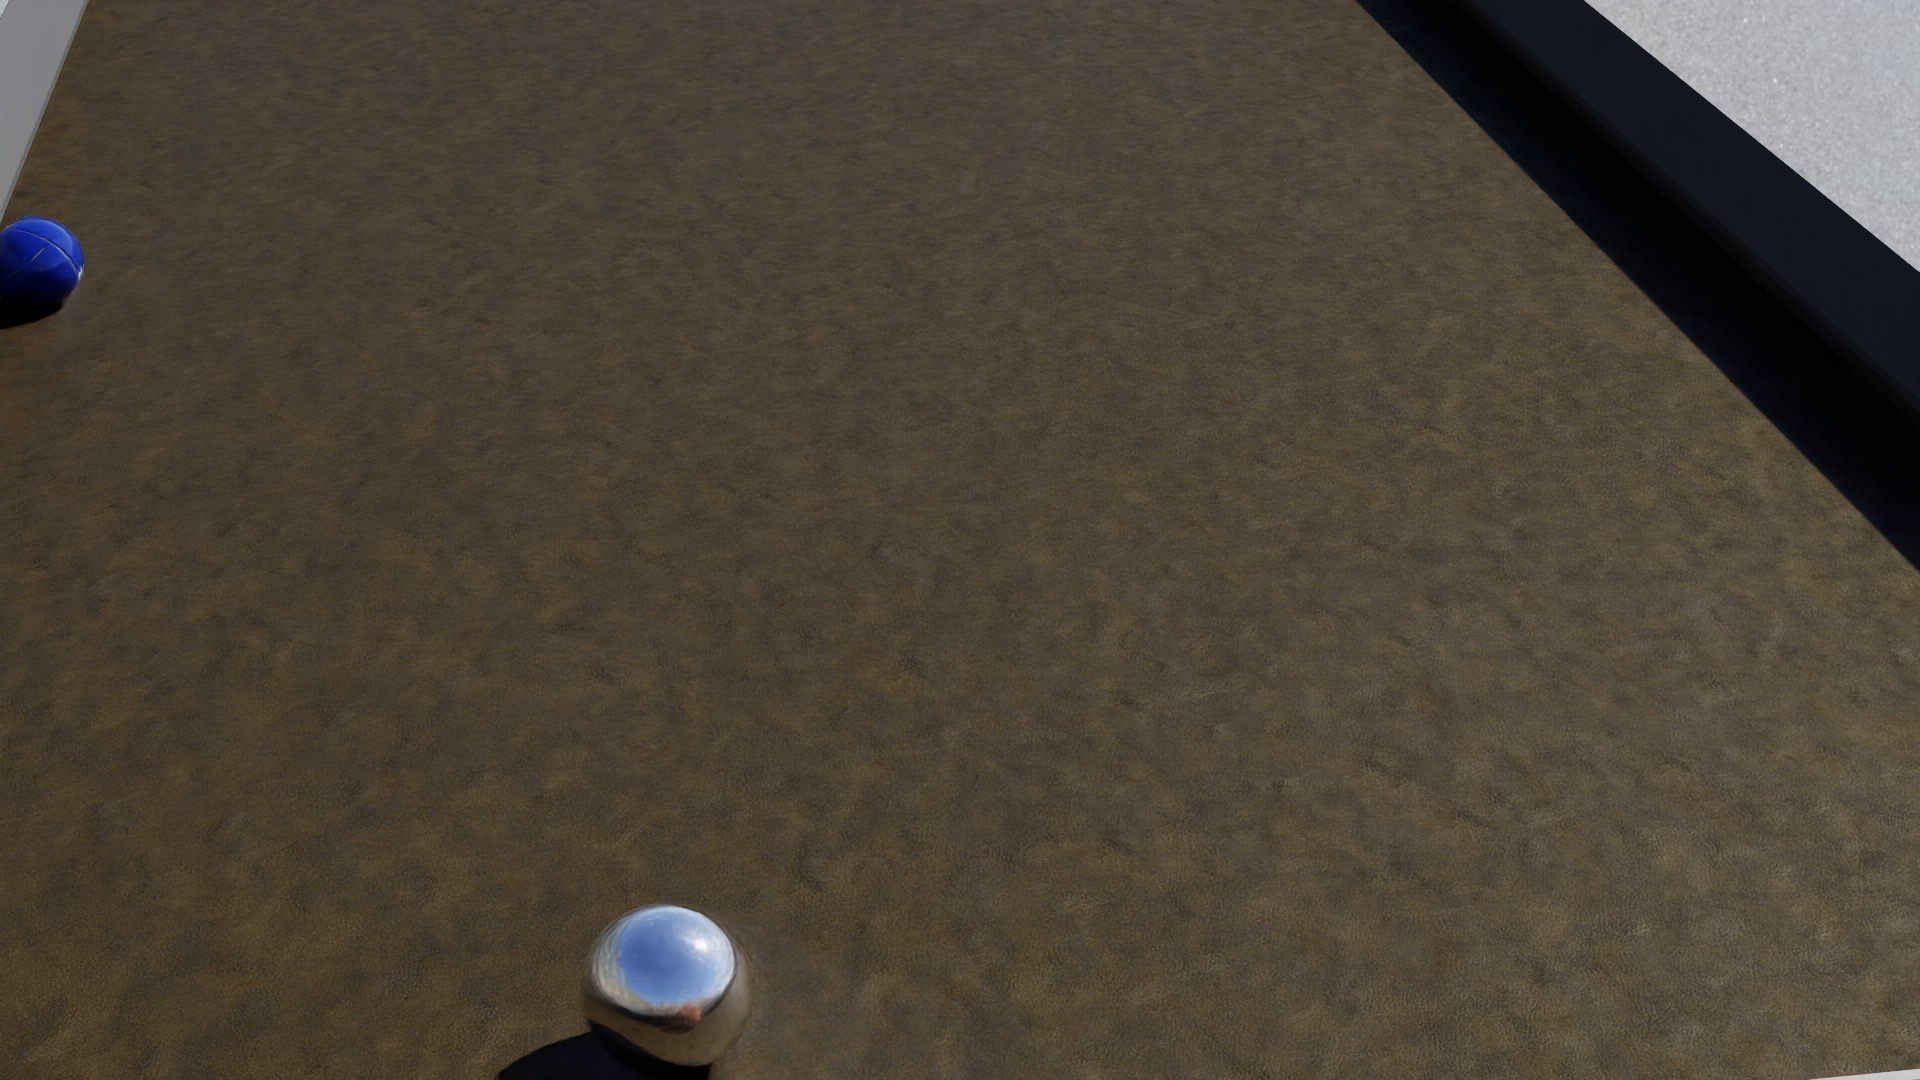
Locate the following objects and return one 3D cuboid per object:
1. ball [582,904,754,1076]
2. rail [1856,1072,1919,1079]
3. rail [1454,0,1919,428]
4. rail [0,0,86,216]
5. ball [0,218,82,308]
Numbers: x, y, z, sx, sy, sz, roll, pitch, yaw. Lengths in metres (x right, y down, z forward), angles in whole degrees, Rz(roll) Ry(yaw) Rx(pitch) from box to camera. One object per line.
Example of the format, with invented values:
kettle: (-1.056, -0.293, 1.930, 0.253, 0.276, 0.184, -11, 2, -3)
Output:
ball: (-0.144, 0.222, 1.453, 0.084, 0.084, 0.084, 0, 26, 0)
rail: (0.108, 0.292, 1.282, 1.473, 0.109, 0.045, -4, 27, -8)
rail: (0.593, -0.386, 2.651, 0.045, 0.109, 2.920, -4, 27, -8)
rail: (-0.816, -0.290, 2.456, 0.045, 0.109, 2.920, -4, 27, -8)
ball: (-0.743, -0.222, 2.363, 0.072, 0.072, 0.072, 0, 26, 0)
